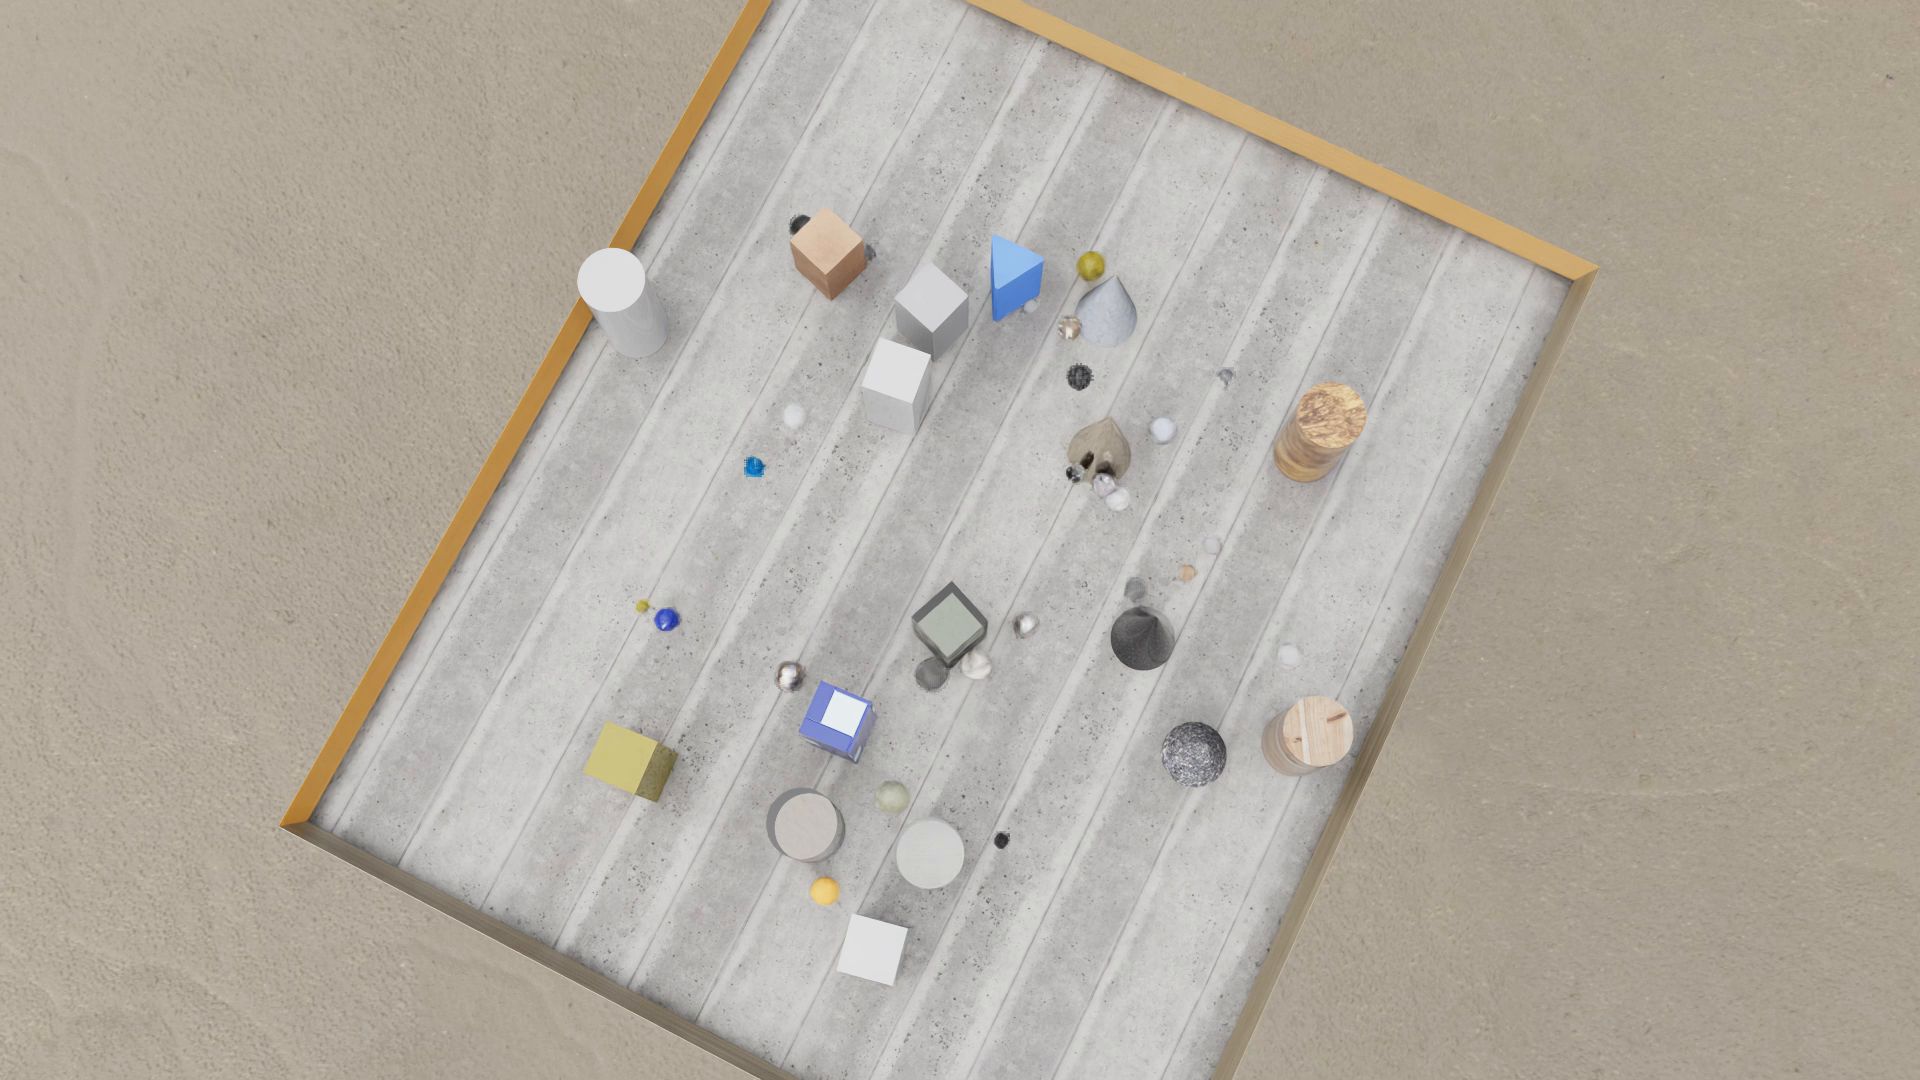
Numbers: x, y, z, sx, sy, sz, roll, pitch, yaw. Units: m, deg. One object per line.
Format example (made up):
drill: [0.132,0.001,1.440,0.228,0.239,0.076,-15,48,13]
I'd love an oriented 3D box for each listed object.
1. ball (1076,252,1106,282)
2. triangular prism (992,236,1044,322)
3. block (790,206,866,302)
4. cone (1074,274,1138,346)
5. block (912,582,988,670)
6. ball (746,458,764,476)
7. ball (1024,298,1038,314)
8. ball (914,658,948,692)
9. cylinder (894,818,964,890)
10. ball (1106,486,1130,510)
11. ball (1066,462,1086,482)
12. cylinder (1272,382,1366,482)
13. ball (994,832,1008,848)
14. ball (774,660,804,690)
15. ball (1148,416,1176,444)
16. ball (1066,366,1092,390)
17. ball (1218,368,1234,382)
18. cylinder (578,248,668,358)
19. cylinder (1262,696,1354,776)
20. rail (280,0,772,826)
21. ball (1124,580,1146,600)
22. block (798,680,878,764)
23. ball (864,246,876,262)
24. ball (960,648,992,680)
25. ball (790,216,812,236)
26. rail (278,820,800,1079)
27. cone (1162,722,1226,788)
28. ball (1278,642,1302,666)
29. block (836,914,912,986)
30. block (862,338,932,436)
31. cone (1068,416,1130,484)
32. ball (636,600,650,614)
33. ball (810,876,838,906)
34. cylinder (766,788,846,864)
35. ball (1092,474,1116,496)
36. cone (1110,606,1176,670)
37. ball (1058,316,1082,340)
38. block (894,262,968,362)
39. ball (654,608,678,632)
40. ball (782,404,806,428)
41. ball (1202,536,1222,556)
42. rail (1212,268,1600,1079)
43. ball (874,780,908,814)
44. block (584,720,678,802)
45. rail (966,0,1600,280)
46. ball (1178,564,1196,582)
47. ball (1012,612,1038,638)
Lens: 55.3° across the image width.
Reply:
ball: [0.410,-0.857,5.748,0.090,0.090,0.090,0,78,0]
triangular prism: [0.140,-0.823,5.629,0.170,0.310,0.147,-33,80,-6]
block: [-0.407,-0.885,5.675,0.157,0.245,0.157,44,82,8]
cone: [0.459,-0.741,5.570,0.197,0.392,0.197,0,78,0]
block: [-0.030,0.256,5.413,0.157,0.295,0.157,-41,81,-8]
ball: [-0.632,-0.225,5.635,0.055,0.055,0.055,0,78,0]
ball: [0.223,-0.732,5.744,0.047,0.047,0.047,0,78,0]
ball: [-0.086,0.403,5.483,0.098,0.098,0.098,0,78,0]
cylinder: [-0.086,0.906,5.276,0.197,0.300,0.197,0,78,0]
ball: [0.483,-0.127,5.604,0.076,0.076,0.076,0,78,0]
ball: [0.352,-0.204,5.574,0.060,0.060,0.060,0,78,0]
cylinder: [1.067,-0.316,5.464,0.197,0.427,0.197,0,78,0]
ball: [0.122,0.888,5.410,0.045,0.045,0.045,0,78,0]
ball: [-0.510,0.405,5.487,0.090,0.090,0.090,0,78,0]
ball: [0.623,-0.339,5.645,0.083,0.083,0.083,0,78,0]
ball: [0.369,-0.502,5.682,0.076,0.076,0.076,0,78,0]
ball: [0.828,-0.513,5.700,0.045,0.045,0.045,0,78,0]
cylinder: [-1.012,-0.711,5.538,0.197,0.443,0.197,0,78,0]
cylinder: [1.001,0.572,5.304,0.197,0.380,0.197,0,78,0]
rail: [-1.220,-0.590,5.673,0.045,0.128,3.300,26,80,5]
ball: [0.530,0.151,5.552,0.064,0.064,0.064,0,78,0]
block: [-0.350,0.533,5.318,0.157,0.368,0.157,22,79,4]
ball: [-0.294,-0.902,5.776,0.053,0.053,0.053,0,78,0]
ball: [0.049,0.372,5.492,0.094,0.094,0.094,0,78,0]
ball: [-0.493,-0.981,5.777,0.083,0.083,0.083,0,78,0]
rail: [-0.727,1.431,5.254,2.774,0.128,0.045,26,80,5]
cone: [0.700,0.610,5.330,0.197,0.315,0.197,0,78,0]
ball: [0.991,0.345,5.509,0.071,0.071,0.071,0,78,0]
block: [-0.239,1.154,5.178,0.157,0.391,0.157,15,79,3]
block: [-0.186,-0.456,5.519,0.157,0.375,0.157,19,79,4]
cone: [0.431,-0.309,5.452,0.197,0.447,0.197,0,78,0]
ball: [-0.962,0.203,5.553,0.042,0.042,0.042,0,78,0]
ball: [-0.397,1.027,5.362,0.083,0.083,0.083,0,78,0]
cylinder: [-0.438,0.821,5.252,0.197,0.381,0.197,0,78,0]
ball: [0.436,-0.167,5.564,0.072,0.072,0.072,0,78,0]
cone: [0.555,0.257,5.356,0.197,0.405,0.197,0,78,0]
ball: [0.341,-0.661,5.714,0.074,0.074,0.074,0,78,0]
block: [-0.085,-0.693,5.605,0.157,0.303,0.157,43,81,8]
ball: [-0.886,0.241,5.530,0.071,0.071,0.071,0,78,0]
ball: [-0.512,-0.382,5.657,0.075,0.075,0.075,0,78,0]
ball: [0.768,0.018,5.583,0.058,0.058,0.058,0,78,0]
rail: [1.220,0.604,5.425,0.045,0.128,3.300,26,80,5]
ball: [-0.203,0.759,5.410,0.098,0.098,0.098,0,78,0]
block: [-0.945,0.643,5.287,0.157,0.384,0.157,22,79,4]
rail: [0.727,-1.418,5.844,2.774,0.128,0.045,26,80,5]
ball: [0.690,0.101,5.569,0.052,0.052,0.052,0,78,0]
ball: [0.196,0.258,5.524,0.077,0.077,0.077,0,78,0]
